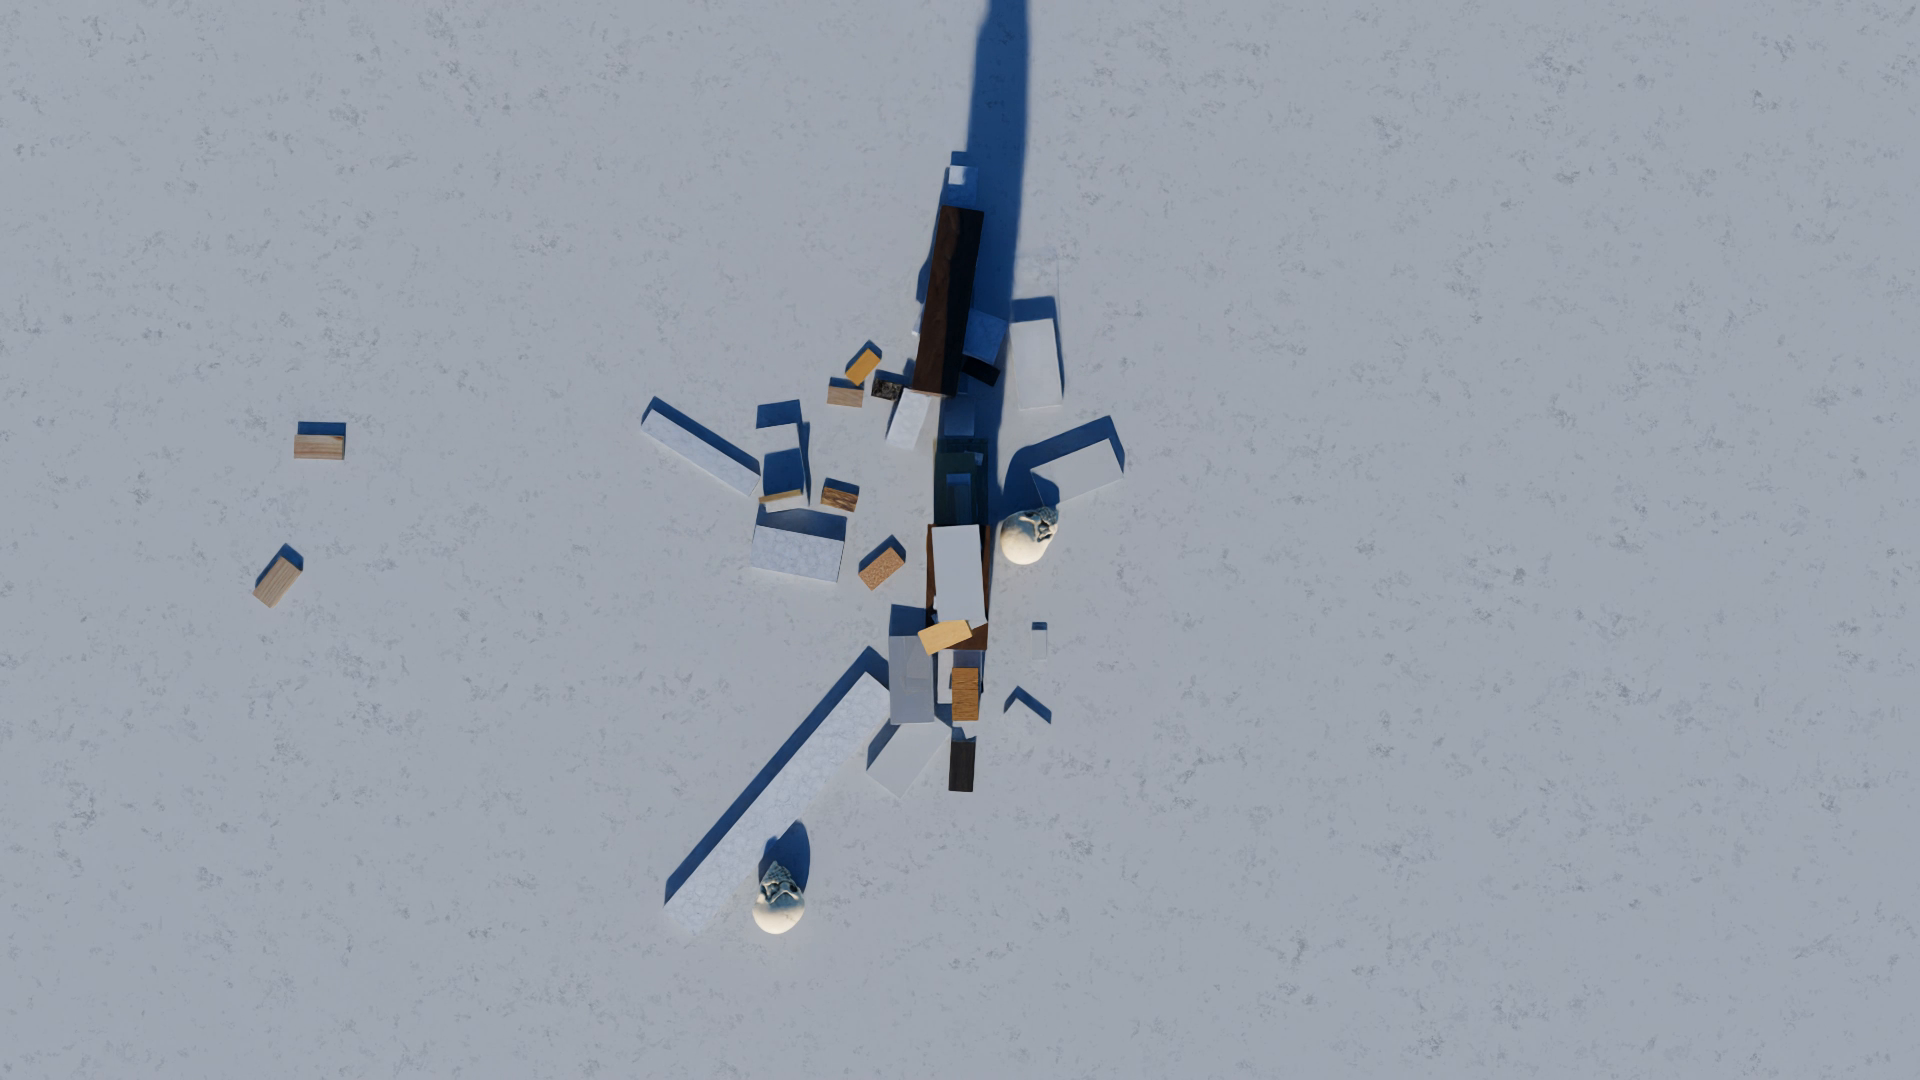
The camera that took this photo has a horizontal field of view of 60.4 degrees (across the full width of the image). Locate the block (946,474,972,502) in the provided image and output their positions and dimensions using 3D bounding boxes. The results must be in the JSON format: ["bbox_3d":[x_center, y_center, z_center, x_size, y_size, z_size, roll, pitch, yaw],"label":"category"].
[{"bbox_3d":[-0.002,-0.125,4.831,0.069,0.020,0.139,-2,91,0],"label":"block"}]

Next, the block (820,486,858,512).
[{"bbox_3d":[-0.401,-0.134,5.492,0.117,0.017,0.058,15,90,0],"label":"block"}]

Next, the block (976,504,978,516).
[{"bbox_3d":[-0.006,-0.089,4.994,0.118,0.237,0.034,-1,90,0],"label":"block"}]

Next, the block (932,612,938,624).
[{"bbox_3d":[-0.037,0.247,4.689,0.049,0.014,0.098,-28,89,18],"label":"block"}]

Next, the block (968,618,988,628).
[{"bbox_3d":[0.024,0.232,4.699,0.098,0.014,0.049,-24,90,0],"label":"block"}]

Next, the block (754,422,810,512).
[{"bbox_3d":[-0.591,-0.239,5.480,0.140,0.040,0.280,-9,90,0],"label":"block"}]

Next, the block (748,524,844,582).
[{"bbox_3d":[-0.542,0.046,5.480,0.296,0.040,0.140,11,90,0],"label":"block"}]

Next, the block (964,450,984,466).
[{"bbox_3d":[0.040,-0.251,5.052,0.059,0.119,0.017,10,103,0],"label":"block"}]

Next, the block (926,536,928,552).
[{"bbox_3d":[-0.009,0.015,4.935,0.178,0.356,0.050,2,90,0],"label":"block"}]

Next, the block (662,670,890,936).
[{"bbox_3d":[-0.595,0.874,5.480,0.144,0.041,1.037,41,90,0],"label":"block"}]

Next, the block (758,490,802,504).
[{"bbox_3d":[-0.589,-0.143,5.426,0.139,0.069,0.020,-11,90,0],"label":"block"}]

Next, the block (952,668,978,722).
[{"bbox_3d":[0.016,0.482,5.154,0.082,0.023,0.165,0,90,0],"label":"block"}]

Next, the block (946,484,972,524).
[{"bbox_3d":[-0.002,-0.090,4.812,0.069,0.020,0.139,-3,91,1],"label":"block"}]

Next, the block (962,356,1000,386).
[{"bbox_3d":[0.070,-0.561,5.475,0.119,0.017,0.059,26,85,-14],"label":"block"}]

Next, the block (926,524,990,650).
[{"bbox_3d":[-0.007,0.134,4.731,0.178,0.050,0.356,1,90,0],"label":"block"}]

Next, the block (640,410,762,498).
[{"bbox_3d":[-0.863,-0.290,5.489,0.426,0.023,0.080,32,90,0],"label":"block"}]

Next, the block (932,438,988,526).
[{"bbox_3d":[0.002,-0.144,5.136,0.170,0.048,0.339,0,90,0],"label":"block"}]

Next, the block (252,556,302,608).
[{"bbox_3d":[-2.272,0.141,5.489,0.080,0.023,0.159,38,90,0],"label":"block"}]

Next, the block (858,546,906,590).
[{"bbox_3d":[-0.261,0.096,5.490,0.145,0.021,0.072,-40,90,0],"label":"block"}]

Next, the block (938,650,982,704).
[{"bbox_3d":[0.000,0.377,5.208,0.136,0.039,0.273,1,90,0],"label":"block"}]

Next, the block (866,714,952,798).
[{"bbox_3d":[-0.169,0.699,5.480,0.144,0.041,0.288,37,90,0],"label":"block"}]

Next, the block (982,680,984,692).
[{"bbox_3d":[0.007,0.469,5.364,0.136,0.273,0.039,-3,90,0],"label":"block"}]

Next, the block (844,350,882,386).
[{"bbox_3d":[-0.323,-0.574,5.492,0.059,0.017,0.117,42,90,0],"label":"block"}]

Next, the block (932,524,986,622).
[{"bbox_3d":[-0.004,0.089,4.435,0.126,0.036,0.253,-4,90,0],"label":"block"}]

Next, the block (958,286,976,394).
[{"bbox_3d":[-0.009,-0.668,5.487,0.094,0.027,0.355,4,90,0],"label":"block"}]

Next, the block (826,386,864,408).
[{"bbox_3d":[-0.382,-0.475,5.492,0.117,0.017,0.059,7,90,0],"label":"block"}]

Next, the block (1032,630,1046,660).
[{"bbox_3d":[0.263,0.349,5.493,0.049,0.014,0.098,0,90,0],"label":"block"}]

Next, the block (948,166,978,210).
[{"bbox_3d":[0.007,-1.146,5.487,0.095,0.027,0.189,5,90,0],"label":"block"}]

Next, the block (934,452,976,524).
[{"bbox_3d":[-0.012,-0.137,4.858,0.118,0.034,0.237,-2,91,0],"label":"block"}]

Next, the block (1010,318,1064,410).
[{"bbox_3d":[0.253,-0.583,5.480,0.144,0.041,0.287,-7,90,0],"label":"block"}]

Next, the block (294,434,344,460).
[{"bbox_3d":[-2.132,-0.308,5.489,0.159,0.023,0.080,2,90,0],"label":"block"}]

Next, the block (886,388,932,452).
[{"bbox_3d":[-0.171,-0.399,5.475,0.097,0.027,0.194,20,95,-3],"label":"block"}]

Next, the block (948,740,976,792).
[{"bbox_3d":[0.006,0.754,5.488,0.082,0.023,0.165,3,90,0],"label":"block"}]

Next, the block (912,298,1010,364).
[{"bbox_3d":[0.002,-0.697,5.430,0.287,0.041,0.144,21,81,2],"label":"block"}]

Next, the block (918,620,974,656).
[{"bbox_3d":[-0.040,0.266,4.674,0.145,0.021,0.072,-24,90,18],"label":"block"}]

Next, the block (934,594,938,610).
[{"bbox_3d":[-0.008,0.170,4.579,0.126,0.253,0.036,2,91,0],"label":"block"}]

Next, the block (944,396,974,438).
[{"bbox_3d":[-0.002,-0.399,5.423,0.097,0.027,0.194,1,46,0],"label":"block"}]

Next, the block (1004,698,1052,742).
[{"bbox_3d":[0.224,0.598,5.490,0.145,0.021,0.072,38,90,0],"label":"block"}]

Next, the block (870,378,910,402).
[{"bbox_3d":[-0.232,-0.495,5.492,0.119,0.017,0.059,14,90,0],"label":"block"}]

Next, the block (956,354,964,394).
[{"bbox_3d":[-0.041,-0.582,5.460,0.095,0.027,0.189,10,90,0],"label":"block"}]

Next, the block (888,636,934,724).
[{"bbox_3d":[-0.162,0.462,5.450,0.144,0.041,0.288,-1,80,-4],"label":"block"}]

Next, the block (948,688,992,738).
[{"bbox_3d":[0.031,0.531,5.177,0.082,0.023,0.165,-20,90,0],"label":"block"}]

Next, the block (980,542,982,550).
[{"bbox_3d":[-0.005,0.018,4.579,0.126,0.253,0.036,-10,90,0],"label":"block"}]

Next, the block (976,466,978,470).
[{"bbox_3d":[-0.008,-0.219,4.992,0.118,0.237,0.034,10,98,0],"label":"block"}]

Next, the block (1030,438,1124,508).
[{"bbox_3d":[0.388,-0.221,5.480,0.280,0.040,0.140,-22,90,0],"label":"block"}]

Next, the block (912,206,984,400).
[{"bbox_3d":[-0.038,-0.781,5.401,0.144,0.041,0.633,9,81,0],"label":"block"}]
